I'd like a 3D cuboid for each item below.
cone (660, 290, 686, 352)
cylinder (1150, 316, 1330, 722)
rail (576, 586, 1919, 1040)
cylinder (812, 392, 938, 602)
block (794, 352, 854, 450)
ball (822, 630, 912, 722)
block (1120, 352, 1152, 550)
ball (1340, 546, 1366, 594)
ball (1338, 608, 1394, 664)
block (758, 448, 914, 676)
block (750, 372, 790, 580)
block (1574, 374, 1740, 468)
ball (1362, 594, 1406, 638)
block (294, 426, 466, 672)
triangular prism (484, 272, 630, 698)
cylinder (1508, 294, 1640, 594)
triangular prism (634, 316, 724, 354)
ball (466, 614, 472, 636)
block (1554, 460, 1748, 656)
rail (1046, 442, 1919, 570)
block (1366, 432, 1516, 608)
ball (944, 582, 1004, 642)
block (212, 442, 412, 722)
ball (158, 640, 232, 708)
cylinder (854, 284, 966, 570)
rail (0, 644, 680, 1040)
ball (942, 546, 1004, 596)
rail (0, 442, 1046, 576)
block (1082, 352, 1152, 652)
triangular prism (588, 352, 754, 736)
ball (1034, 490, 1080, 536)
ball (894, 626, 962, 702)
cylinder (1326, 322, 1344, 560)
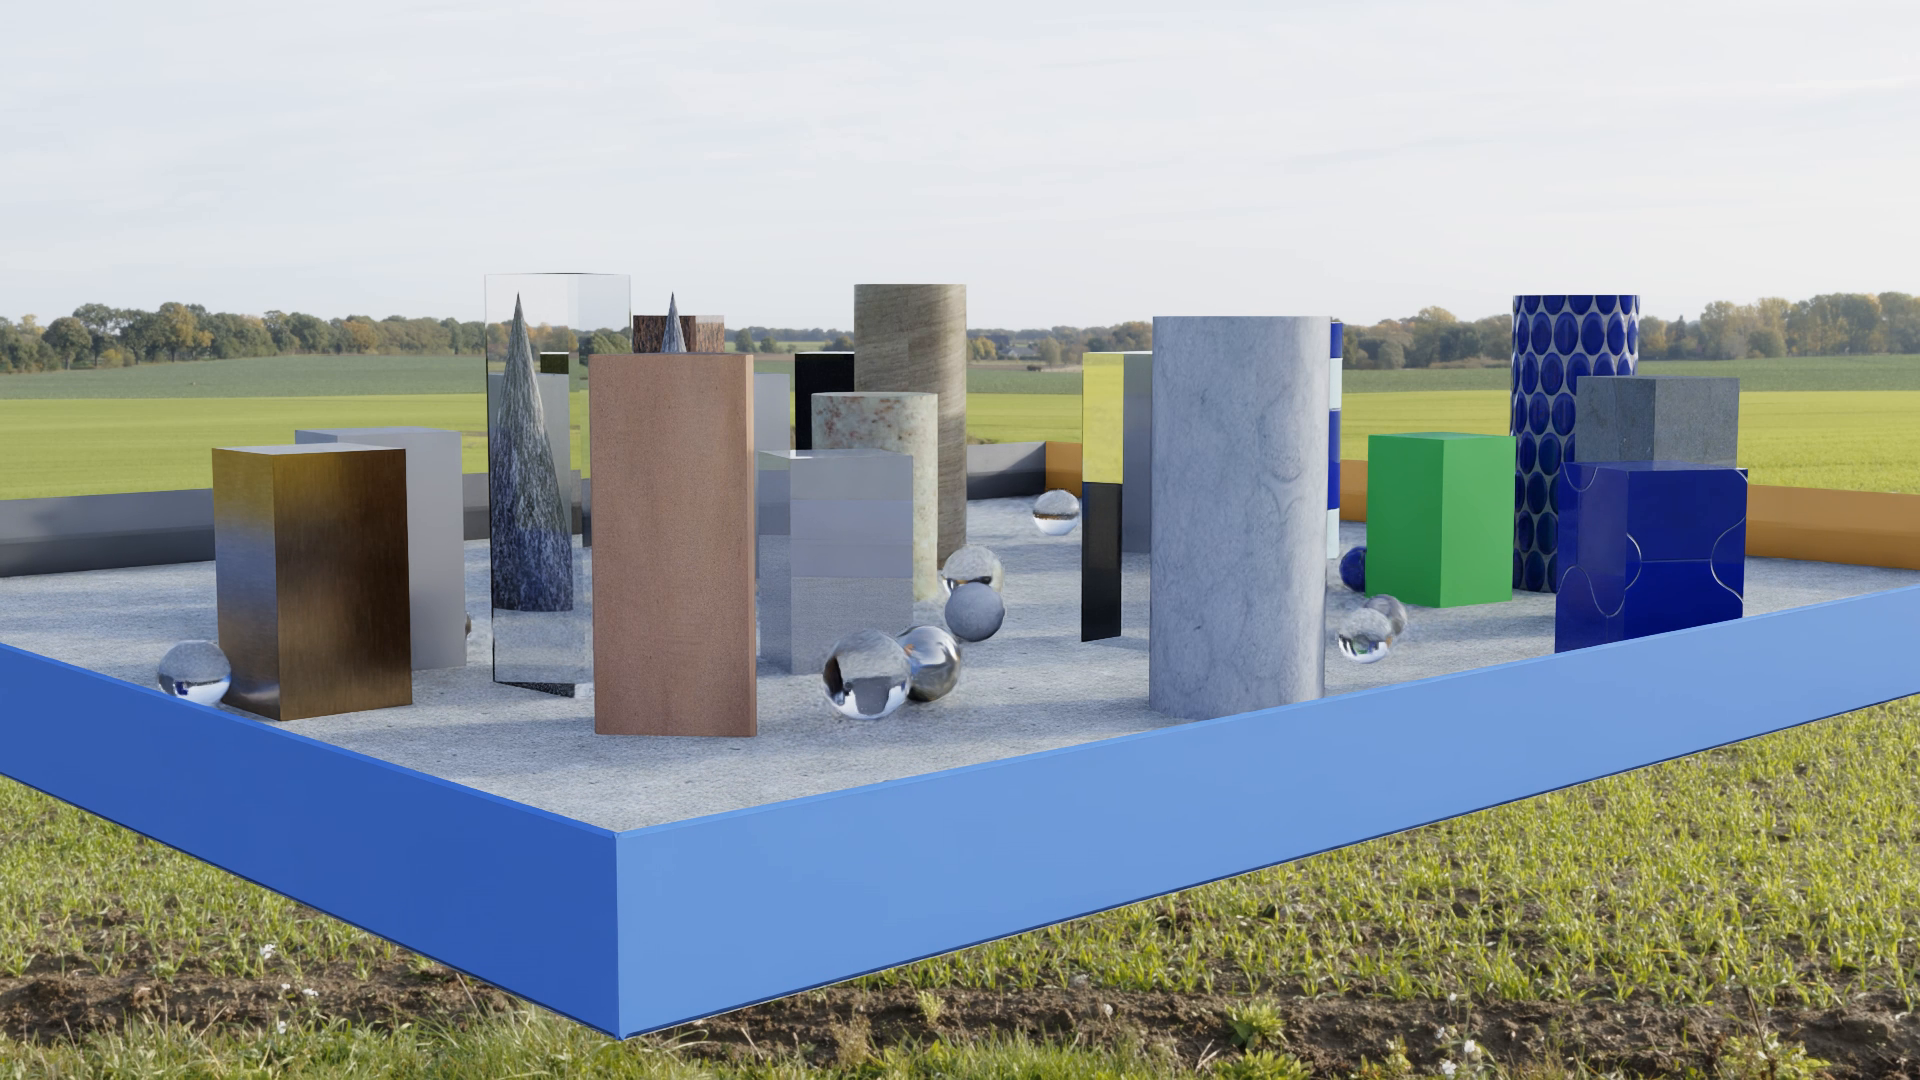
[{"bbox_3d":[-0.436,-0.145,3.366,0.196,0.476,0.196,0,6,0],"label":"cone"},{"bbox_3d":[0.311,-0.030,2.454,0.196,0.437,0.196,0,6,0],"label":"cylinder"},{"bbox_3d":[0.889,0.133,2.374,3.028,0.127,0.045,-5,8,-42],"label":"rail"},{"bbox_3d":[-0.133,-0.070,3.425,0.196,0.315,0.196,0,6,0],"label":"cylinder"},{"bbox_3d":[-0.224,-0.178,4.228,0.157,0.363,0.157,1,6,7],"label":"block"},{"bbox_3d":[-0.101,0.148,2.389,0.098,0.098,0.098,0,6,0],"label":"ball"},{"bbox_3d":[0.401,-0.171,4.149,0.157,0.365,0.157,2,6,22],"label":"block"},{"bbox_3d":[0.636,0.046,3.466,0.075,0.075,0.075,0,6,0],"label":"ball"},{"bbox_3d":[0.512,0.121,2.773,0.071,0.071,0.071,0,6,0],"label":"ball"},{"bbox_3d":[-0.158,0.023,2.773,0.157,0.265,0.157,-2,6,-19],"label":"block"},{"bbox_3d":[-0.391,-0.109,3.689,0.157,0.339,0.157,-4,7,-33],"label":"block"},{"bbox_3d":[0.994,-0.059,3.151,0.157,0.349,0.157,-3,7,-26],"label":"block"},{"bbox_3d":[0.571,0.105,2.967,0.063,0.063,0.063,0,6,0],"label":"ball"},{"bbox_3d":[-0.728,0.010,2.764,0.157,0.294,0.157,-4,7,-35],"label":"block"},{"bbox_3d":[-0.448,-0.071,2.615,0.170,0.486,0.147,6,8,43],"label":"triangular prism"},{"bbox_3d":[0.981,-0.157,3.528,0.196,0.468,0.196,0,6,0],"label":"cylinder"},{"bbox_3d":[-0.499,-0.204,4.134,0.170,0.435,0.147,5,8,42],"label":"triangular prism"},{"bbox_3d":[-0.652,0.110,2.840,0.042,0.042,0.042,0,6,0],"label":"ball"},{"bbox_3d":[0.831,0.039,2.654,0.157,0.258,0.157,-2,6,-14],"label":"block"},{"bbox_3d":[1.095,-0.072,4.337,0.045,0.127,2.669,-5,8,-42],"label":"rail"},{"bbox_3d":[0.739,-0.035,3.386,0.157,0.253,0.157,-4,7,-34],"label":"block"},{"bbox_3d":[0.020,0.097,2.958,0.080,0.080,0.080,0,6,0],"label":"ball"},{"bbox_3d":[-0.730,0.041,2.480,0.157,0.290,0.157,-5,8,-42],"label":"block"},{"bbox_3d":[-0.853,0.151,2.452,0.078,0.078,0.078,0,6,0],"label":"ball"},{"bbox_3d":[-0.086,-0.200,3.831,0.196,0.488,0.196,0,6,0],"label":"cylinder"},{"bbox_3d":[-1.095,0.138,2.327,0.045,0.127,2.669,-5,8,-42],"label":"rail"},{"bbox_3d":[0.019,0.054,3.310,0.092,0.092,0.092,0,6,0],"label":"ball"},{"bbox_3d":[-0.889,-0.067,4.290,3.028,0.127,0.045,-5,8,-42],"label":"rail"},{"bbox_3d":[0.274,-0.055,2.934,0.157,0.388,0.157,6,8,44],"label":"block"},{"bbox_3d":[-0.294,-0.001,2.362,0.170,0.398,0.147,1,6,5],"label":"triangular prism"},{"bbox_3d":[0.191,-0.053,4.330,0.093,0.093,0.093,0,6,0],"label":"ball"},{"bbox_3d":[-0.041,0.141,2.504,0.087,0.087,0.087,0,6,0],"label":"ball"},{"bbox_3d":[0.589,-0.181,3.973,0.196,0.421,0.196,0,6,0],"label":"cylinder"}]
